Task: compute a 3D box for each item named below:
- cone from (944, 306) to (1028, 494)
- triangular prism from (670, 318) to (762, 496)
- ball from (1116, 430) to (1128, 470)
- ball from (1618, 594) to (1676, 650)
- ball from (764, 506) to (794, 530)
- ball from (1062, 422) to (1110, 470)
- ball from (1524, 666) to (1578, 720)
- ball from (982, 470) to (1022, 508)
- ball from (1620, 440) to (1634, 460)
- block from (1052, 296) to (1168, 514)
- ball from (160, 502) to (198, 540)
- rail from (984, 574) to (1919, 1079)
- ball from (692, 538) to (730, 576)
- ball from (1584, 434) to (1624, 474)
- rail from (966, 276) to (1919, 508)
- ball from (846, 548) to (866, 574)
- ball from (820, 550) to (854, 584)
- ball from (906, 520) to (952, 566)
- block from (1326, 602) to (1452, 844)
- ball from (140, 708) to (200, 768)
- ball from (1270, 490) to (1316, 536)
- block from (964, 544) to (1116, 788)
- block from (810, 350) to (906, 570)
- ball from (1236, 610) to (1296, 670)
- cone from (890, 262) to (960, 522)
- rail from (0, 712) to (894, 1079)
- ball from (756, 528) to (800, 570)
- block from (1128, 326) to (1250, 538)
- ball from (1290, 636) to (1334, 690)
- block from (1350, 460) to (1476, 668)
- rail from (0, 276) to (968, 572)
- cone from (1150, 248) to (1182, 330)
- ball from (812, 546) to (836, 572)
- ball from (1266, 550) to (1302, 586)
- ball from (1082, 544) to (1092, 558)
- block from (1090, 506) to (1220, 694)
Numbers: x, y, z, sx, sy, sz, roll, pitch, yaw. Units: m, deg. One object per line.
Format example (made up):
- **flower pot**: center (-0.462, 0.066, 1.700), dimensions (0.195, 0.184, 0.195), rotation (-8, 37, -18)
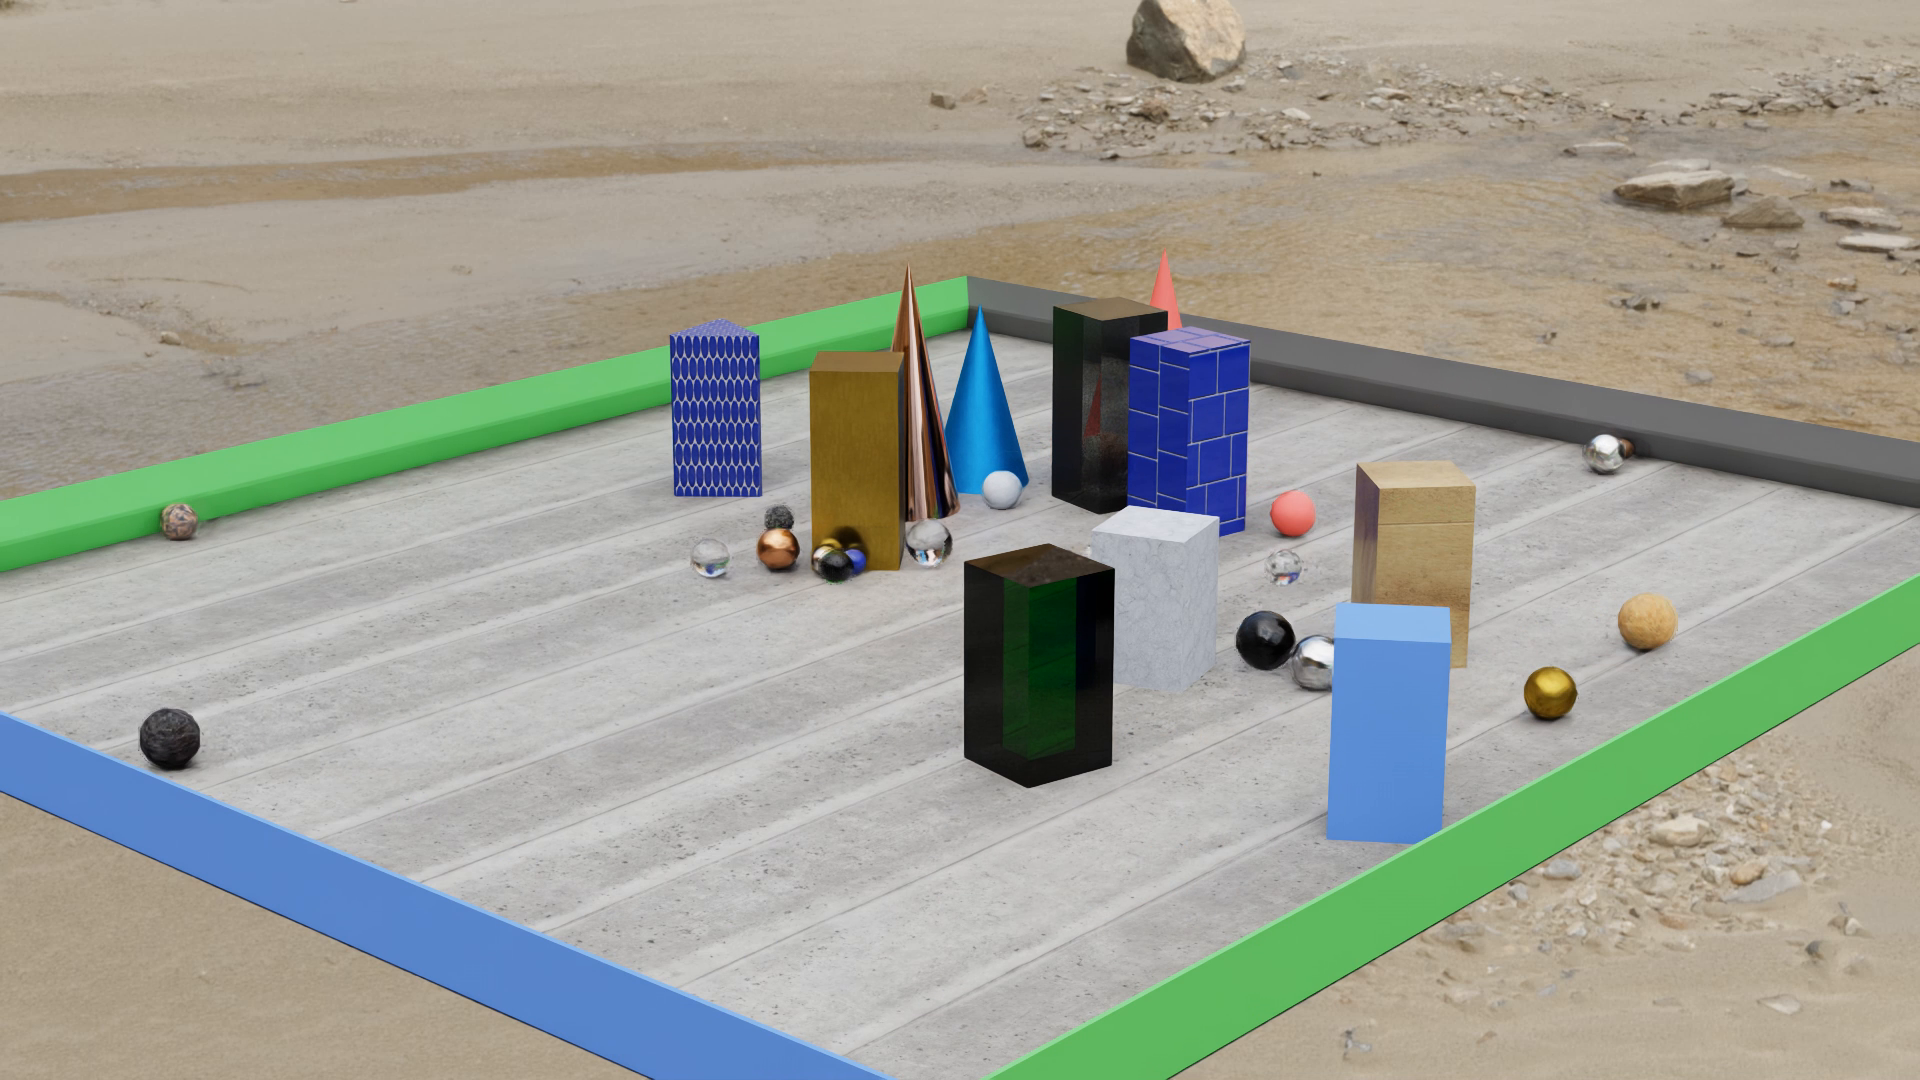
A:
- **cone**: center (0.039, -0.291, 5.791), dimensions (0.196, 0.361, 0.196), rotation (0, 17, 0)
- **triangular prism**: center (-0.472, -0.261, 5.758), dimensions (0.170, 0.322, 0.147), rotation (0, 17, 1)
- **ball**: center (0.358, -0.180, 5.887), dimensions (0.093, 0.093, 0.093), rotation (0, 17, 0)
- **ball**: center (1.134, 0.135, 4.842), dimensions (0.094, 0.094, 0.094), rotation (0, 17, 0)
- **ball**: center (-0.339, -0.035, 5.471), dimensions (0.056, 0.056, 0.056), rotation (0, 17, 0)
- **ball**: center (0.253, -0.190, 5.911), dimensions (0.098, 0.098, 0.098), rotation (0, 17, 0)
- **ball**: center (0.912, 0.236, 4.527), dimensions (0.081, 0.081, 0.081), rotation (0, 17, 0)
- **ball**: center (0.081, -0.098, 5.645), dimensions (0.075, 0.075, 0.075), rotation (0, 17, 0)
- **ball**: center (1.356, -0.186, 5.995), dimensions (0.041, 0.041, 0.041), rotation (0, 17, 0)
- **block**: center (0.288, -0.261, 5.659), dimensions (0.157, 0.379, 0.157), rotation (-11, 20, -32)
- **ball**: center (-1.451, -0.036, 5.448), dimensions (0.069, 0.069, 0.069), rotation (0, 17, 0)
- **rail**: center (1.027, 0.289, 4.266), dimensions (0.045, 0.127, 3.238), rotation (14, 22, 39)
- **ball**: center (-0.445, 0.032, 5.227), dimensions (0.068, 0.068, 0.068), rotation (0, 17, 0)
- **ball**: center (1.295, -0.173, 5.889), dimensions (0.079, 0.079, 0.079), rotation (0, 17, 0)
- **rail**: center (1.046, -0.316, 6.273), dimensions (2.769, 0.127, 0.045), rotation (14, 22, 39)
- **ball**: center (-0.190, 0.039, 5.242), dimensions (0.046, 0.046, 0.046), rotation (0, 17, 0)
- **ball**: center (-0.219, 0.048, 5.190), dimensions (0.059, 0.059, 0.059), rotation (0, 17, 0)
- **ball**: center (-0.055, 0.006, 5.287), dimensions (0.084, 0.084, 0.084), rotation (0, 17, 0)
- **block**: center (0.598, 0.255, 4.092), dimensions (0.157, 0.296, 0.157), rotation (2, 17, 8)
- **ball**: center (-1.166, 0.292, 4.329), dimensions (0.088, 0.088, 0.088), rotation (0, 17, 0)
- **ball**: center (0.622, -0.050, 5.467), dimensions (0.086, 0.086, 0.086), rotation (0, 17, 0)
- **block**: center (0.115, 0.183, 4.314), dimensions (0.157, 0.306, 0.157), rotation (-12, 20, -34)
- **block**: center (-0.183, -0.144, 5.293), dimensions (0.157, 0.366, 0.157), rotation (1, 17, 3)
- **ball**: center (0.495, 0.162, 4.746), dimensions (0.096, 0.096, 0.096), rotation (0, 17, 0)
- **cone**: center (-0.097, -0.295, 5.588), dimensions (0.196, 0.486, 0.196), rotation (0, 17, 0)
- **rail**: center (-1.046, 0.380, 3.967), dimensions (2.769, 0.127, 0.045), rotation (14, 22, 39)
- **ball**: center (-0.326, 0.016, 5.265), dimensions (0.076, 0.076, 0.076), rotation (0, 17, 0)
- **block**: center (0.425, -0.196, 5.467), dimensions (0.157, 0.366, 0.157), rotation (-14, 22, -38)
- **ball**: center (0.569, 0.194, 4.658), dimensions (0.086, 0.086, 0.086), rotation (0, 17, 0)
- **block**: center (0.737, 0.040, 4.785), dimensions (0.157, 0.307, 0.157), rotation (-2, 17, -6)
- **rail**: center (-1.027, -0.226, 5.974), dimensions (0.045, 0.127, 3.238), rotation (14, 22, 39)
- **cone**: center (0.419, -0.402, 6.065), dimensions (0.196, 0.415, 0.196), rotation (0, 17, 0)
- **ball**: center (-0.239, 0.036, 5.241), dimensions (0.053, 0.053, 0.053), rotation (0, 17, 0)
- **ball**: center (0.572, 0.048, 5.180), dimensions (0.063, 0.063, 0.063), rotation (0, 17, 0)
- **ball**: center (0.239, 0.029, 5.285), dimensions (0.041, 0.041, 0.041), rotation (0, 17, 0)
- **block**: center (0.312, 0.093, 4.707), dimensions (0.157, 0.250, 0.157), rotation (8, 18, 24)
